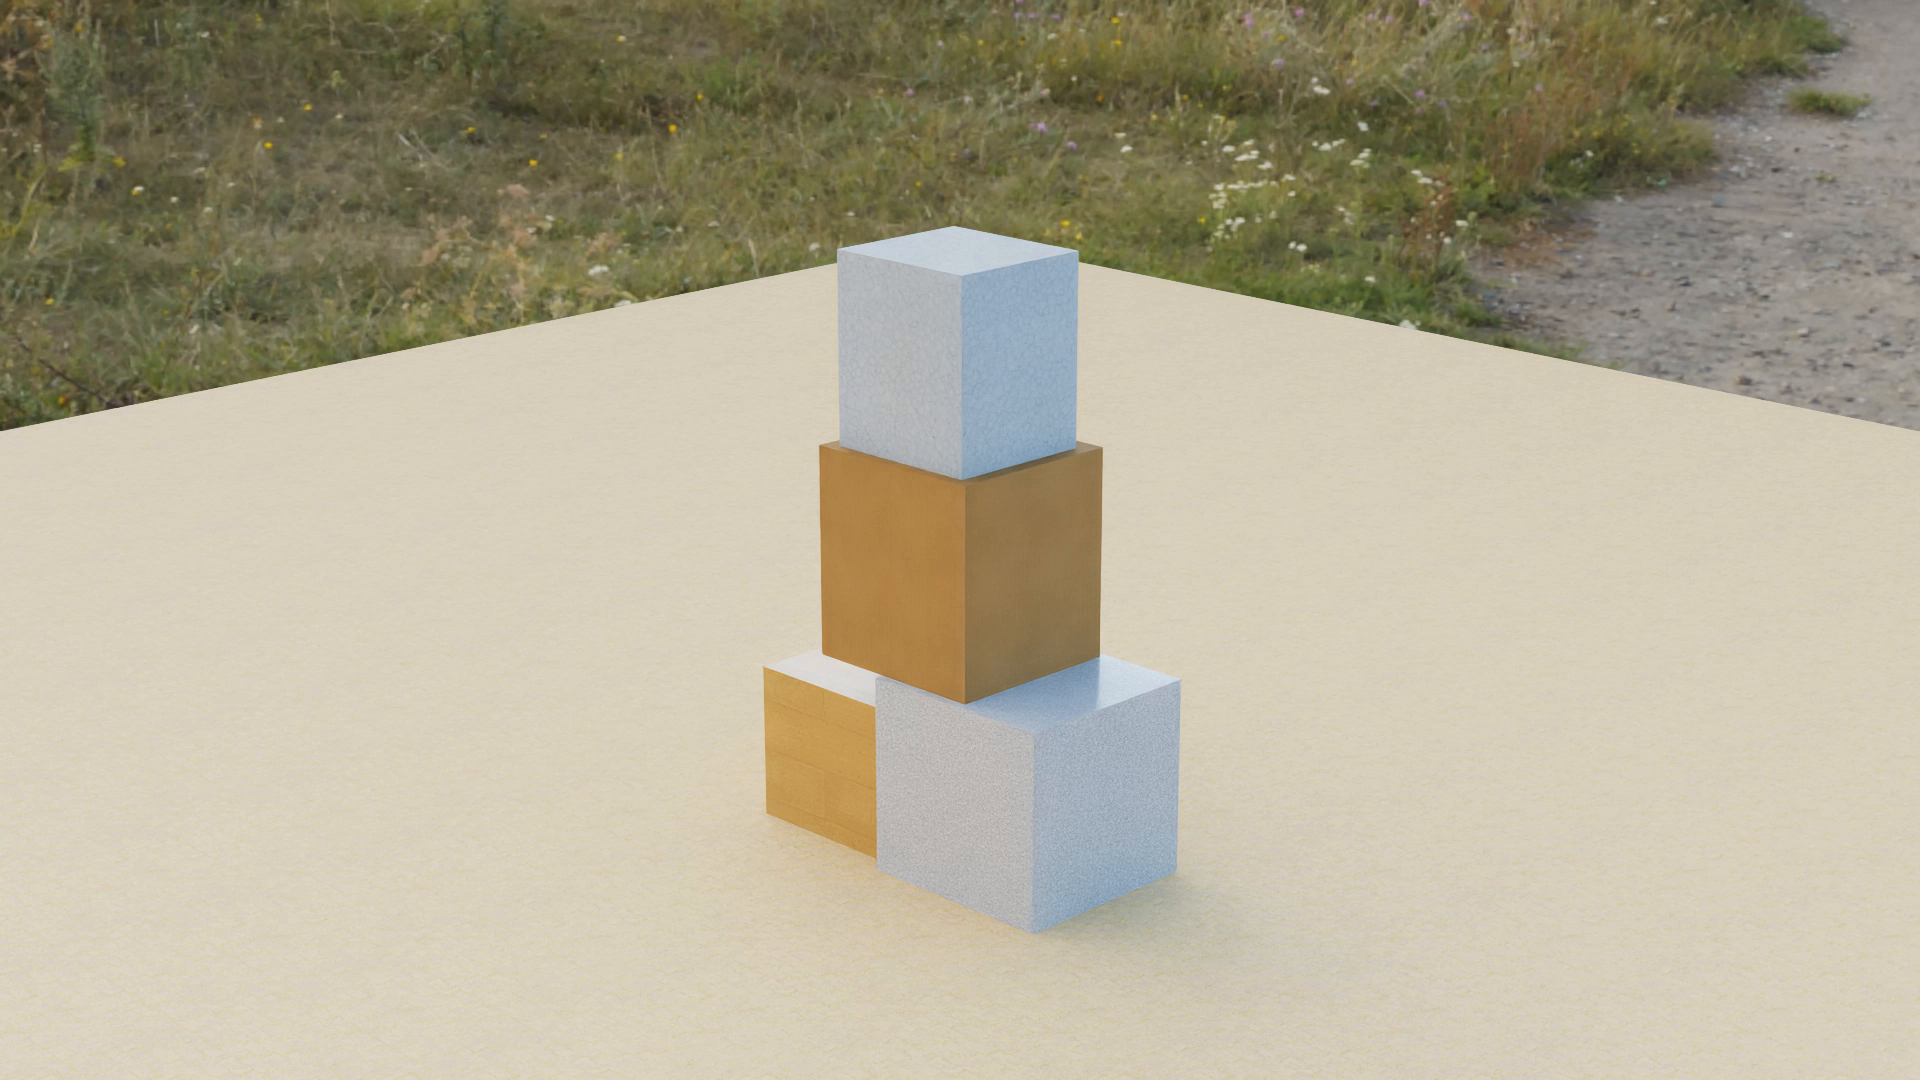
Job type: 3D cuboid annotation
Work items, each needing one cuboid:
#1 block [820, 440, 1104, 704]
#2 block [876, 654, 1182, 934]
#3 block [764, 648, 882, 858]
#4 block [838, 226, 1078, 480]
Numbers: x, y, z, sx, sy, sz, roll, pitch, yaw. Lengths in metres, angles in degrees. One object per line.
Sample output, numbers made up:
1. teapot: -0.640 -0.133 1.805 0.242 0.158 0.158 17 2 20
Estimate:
1. block: 0.004 0.055 13.363 0.879 1.001 0.931 -17 24 -42
2. block: 0.307 1.073 13.361 0.962 0.941 0.989 -17 24 -42
3. block: -0.347 0.964 14.022 0.808 0.753 0.854 -17 24 -42
4. block: -0.010 -0.849 13.064 0.728 0.902 0.779 -17 24 -42
